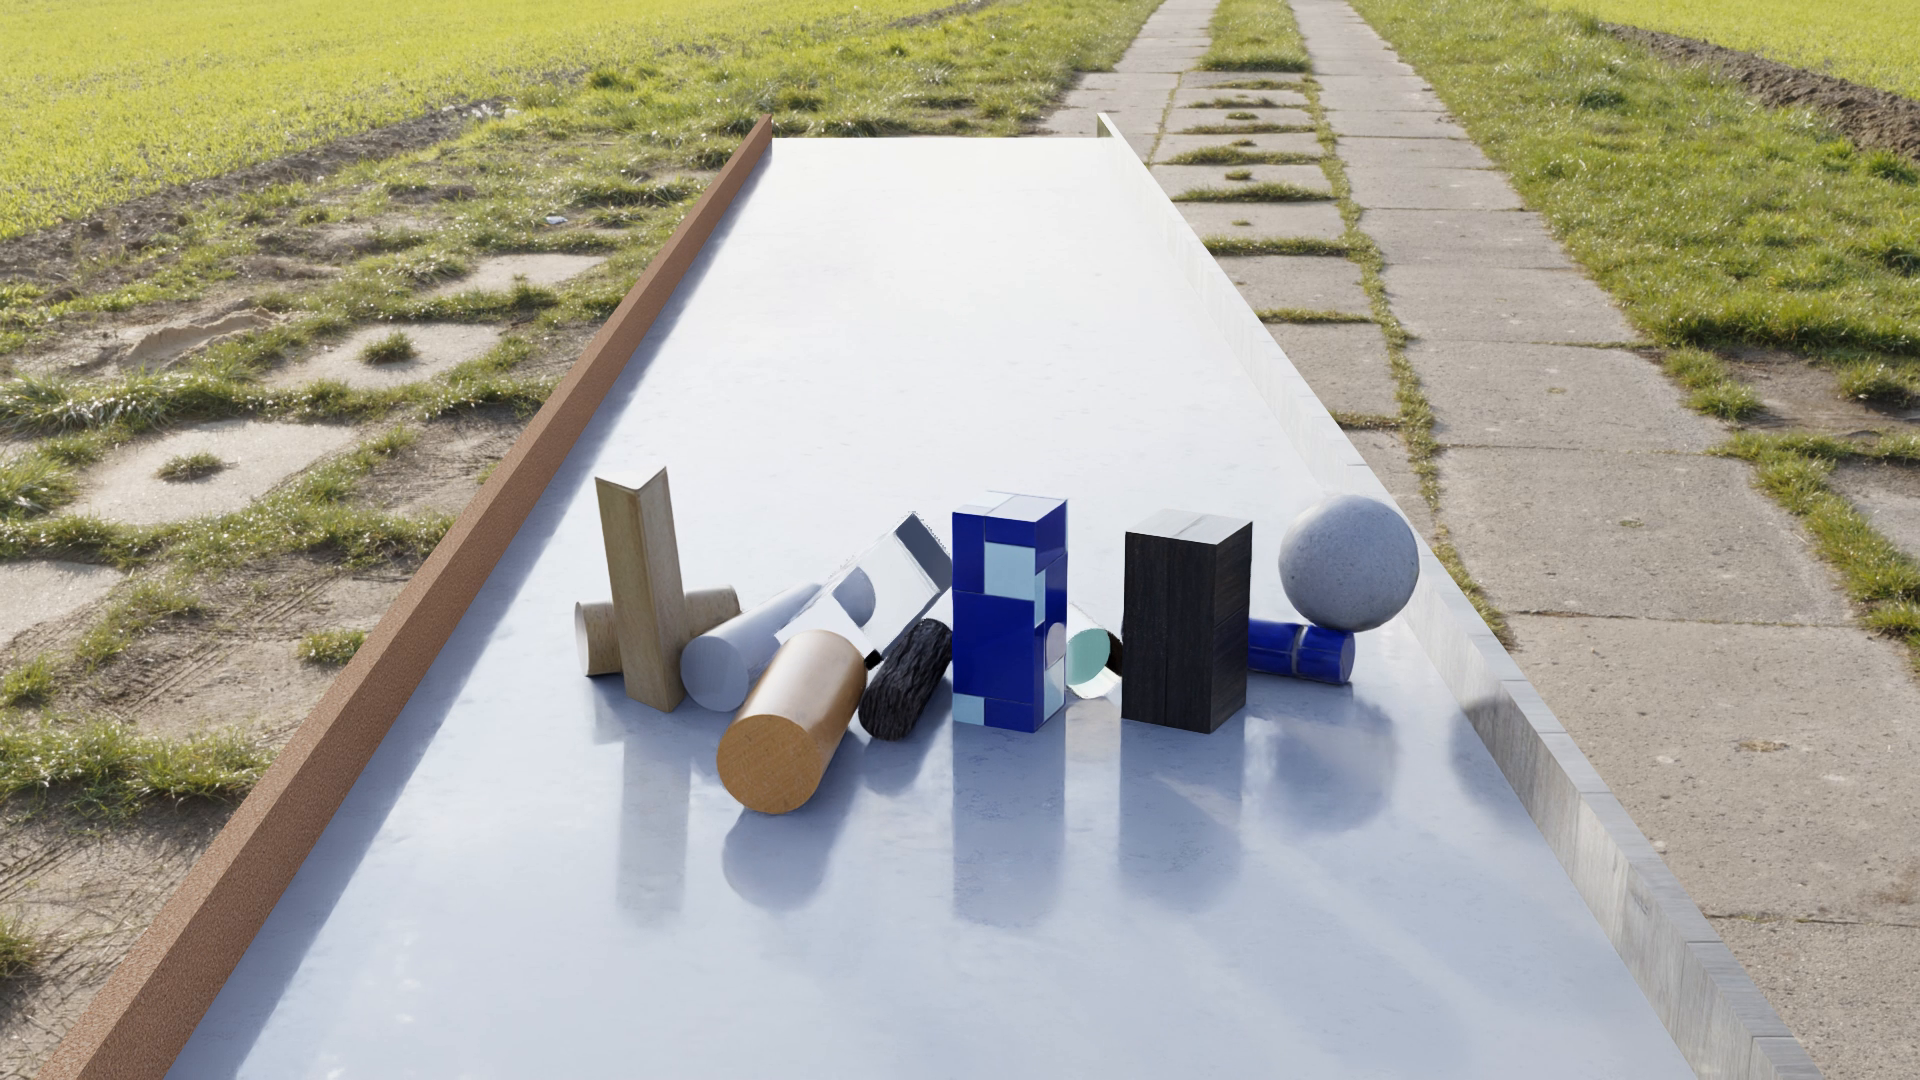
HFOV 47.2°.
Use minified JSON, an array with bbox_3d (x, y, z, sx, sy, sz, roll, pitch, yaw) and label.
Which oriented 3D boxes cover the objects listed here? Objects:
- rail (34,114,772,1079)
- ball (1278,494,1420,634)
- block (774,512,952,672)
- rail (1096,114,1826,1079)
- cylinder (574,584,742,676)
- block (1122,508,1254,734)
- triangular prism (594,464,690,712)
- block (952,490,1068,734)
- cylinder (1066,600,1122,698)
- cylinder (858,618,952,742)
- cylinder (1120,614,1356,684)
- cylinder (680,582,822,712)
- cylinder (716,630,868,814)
[{"bbox_3d":[-1.118,-0.838,7.780,0.050,0.150,12.000,0,17,-1],"label":"rail"},{"bbox_3d":[0.767,0.047,4.338,0.275,0.275,0.275,0,17,0],"label":"ball"},{"bbox_3d":[-0.175,0.124,4.333,0.161,0.161,0.425,-36,6,30],"label":"block"},{"bbox_3d":[0.932,-0.844,7.801,0.050,0.150,12.000,0,17,-1],"label":"rail"},{"bbox_3d":[-0.598,0.178,4.366,0.307,0.148,0.148,-6,18,-19],"label":"cylinder"},{"bbox_3d":[0.422,0.148,4.091,0.179,0.364,0.179,9,19,27],"label":"block"},{"bbox_3d":[-0.570,0.086,4.129,0.114,0.450,0.131,-23,28,-39],"label":"triangular prism"},{"bbox_3d":[0.093,0.131,4.075,0.162,0.405,0.162,7,18,23],"label":"block"},{"bbox_3d":[0.180,0.178,4.383,0.141,0.141,0.426,-6,17,-19],"label":"cylinder"},{"bbox_3d":[-0.097,0.259,4.164,0.109,0.109,0.387,3,17,10],"label":"cylinder"},{"bbox_3d":[0.550,0.199,4.374,0.456,0.104,0.104,8,18,26],"label":"cylinder"},{"bbox_3d":[-0.381,0.203,4.277,0.151,0.151,0.368,8,18,25],"label":"cylinder"},{"bbox_3d":[-0.288,0.311,3.867,0.179,0.179,0.436,2,17,7],"label":"cylinder"}]
